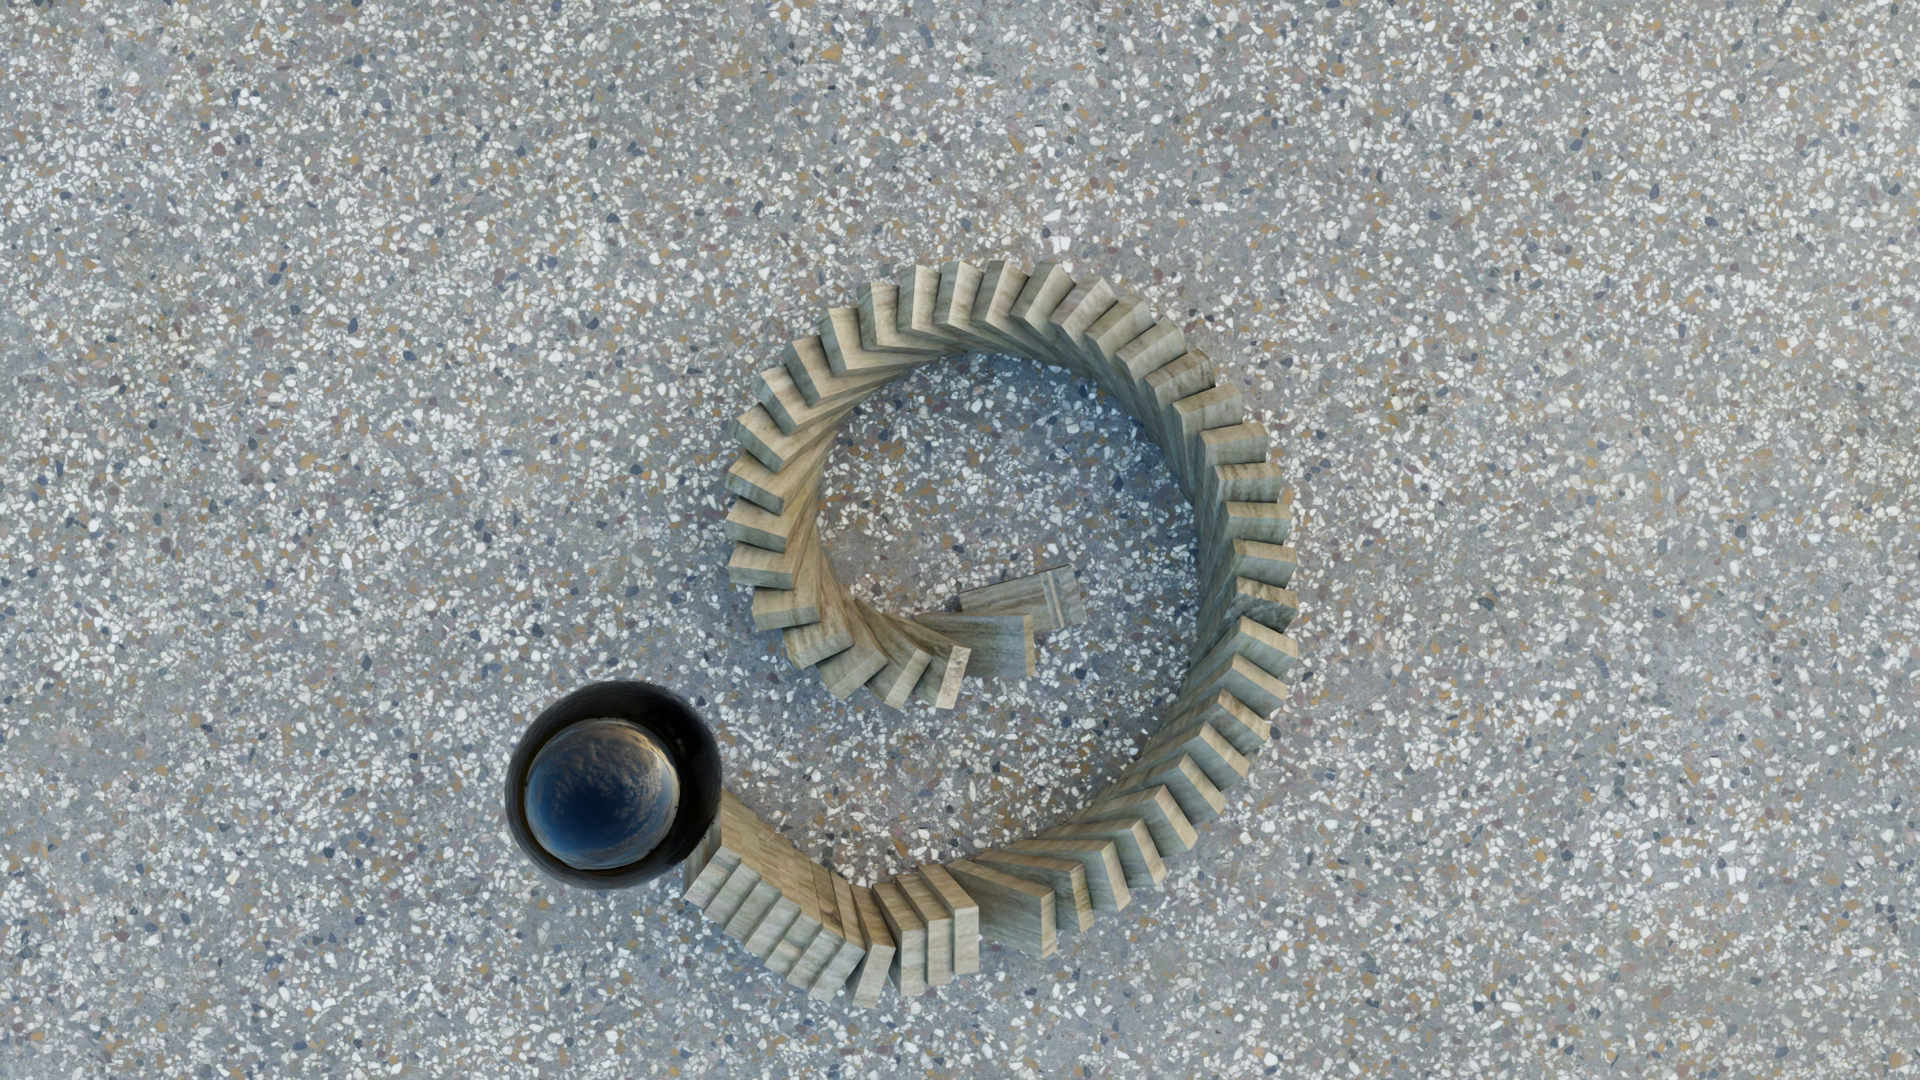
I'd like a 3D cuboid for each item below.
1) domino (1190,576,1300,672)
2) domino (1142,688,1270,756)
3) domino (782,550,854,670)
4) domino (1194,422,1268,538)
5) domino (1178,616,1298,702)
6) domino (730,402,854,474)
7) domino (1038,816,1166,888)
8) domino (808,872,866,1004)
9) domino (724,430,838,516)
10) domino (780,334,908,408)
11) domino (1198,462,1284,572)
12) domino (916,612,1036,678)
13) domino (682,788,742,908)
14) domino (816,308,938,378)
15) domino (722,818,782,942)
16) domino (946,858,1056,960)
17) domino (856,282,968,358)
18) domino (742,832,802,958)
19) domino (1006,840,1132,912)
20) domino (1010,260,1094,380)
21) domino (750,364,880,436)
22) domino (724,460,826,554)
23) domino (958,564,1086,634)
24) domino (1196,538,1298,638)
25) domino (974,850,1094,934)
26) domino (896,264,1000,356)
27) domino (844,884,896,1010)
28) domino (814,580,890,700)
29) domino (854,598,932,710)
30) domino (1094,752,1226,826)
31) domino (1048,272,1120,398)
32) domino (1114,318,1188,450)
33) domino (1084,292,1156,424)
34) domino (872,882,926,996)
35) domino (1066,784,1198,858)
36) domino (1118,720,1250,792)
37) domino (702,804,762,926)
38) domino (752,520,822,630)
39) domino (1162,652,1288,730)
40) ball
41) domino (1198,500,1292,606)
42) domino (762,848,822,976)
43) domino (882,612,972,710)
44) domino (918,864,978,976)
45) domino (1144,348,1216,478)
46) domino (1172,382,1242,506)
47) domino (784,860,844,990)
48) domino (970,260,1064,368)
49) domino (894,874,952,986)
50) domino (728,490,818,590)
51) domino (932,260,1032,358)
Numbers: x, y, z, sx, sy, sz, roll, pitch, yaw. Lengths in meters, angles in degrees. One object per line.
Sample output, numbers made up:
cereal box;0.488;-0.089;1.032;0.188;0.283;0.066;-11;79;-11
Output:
domino;0.117;0.039;0.380;0.025;0.010;0.050;16;132;0
domino;0.101;0.084;0.380;0.025;0.010;0.050;39;131;0
domino;-0.062;0.028;0.379;0.025;0.050;0.009;-24;134;0
domino;0.112;-0.024;0.380;0.025;0.009;0.050;-10;132;0
domino;0.114;0.055;0.380;0.025;0.009;0.050;26;131;0
domino;-0.069;-0.050;0.379;0.025;0.009;0.050;41;45;0
domino;0.058;0.131;0.380;0.050;0.010;0.025;-23;90;42
domino;-0.053;0.161;0.375;0.009;0.050;0.025;36;90;-19
domino;-0.073;-0.034;0.379;0.025;0.050;0.010;28;135;0
domino;-0.047;-0.074;0.379;0.050;0.009;0.025;-28;90;-44
domino;0.115;-0.009;0.380;0.025;0.010;0.050;-3;132;0
domino;0.006;0.043;0.384;0.050;0.010;0.025;-2;93;27
domino;-0.101;0.124;0.375;0.010;0.050;0.025;37;90;-19
domino;-0.034;-0.083;0.379;0.050;0.010;0.025;-18;90;-43
domino;-0.086;0.138;0.375;0.010;0.050;0.025;37;90;-19
domino;0.016;0.152;0.379;0.050;0.010;0.025;2;96;41
domino;-0.019;-0.090;0.379;0.050;0.010;0.025;-6;90;-44
domino;-0.078;0.144;0.375;0.009;0.050;0.025;37;90;-19
domino;0.044;0.138;0.380;0.050;0.009;0.025;-17;90;42
domino;0.044;-0.090;0.380;0.050;0.009;0.025;30;90;-43
domino;-0.059;-0.064;0.379;0.050;0.010;0.025;-35;90;-44
domino;-0.076;-0.018;0.379;0.025;0.050;0.009;17;135;0
domino;0.027;0.029;0.395;0.050;0.009;0.025;-15;90;0
domino;0.118;0.023;0.380;0.025;0.009;0.050;10;131;0
domino;0.030;0.145;0.380;0.050;0.009;0.025;-10;91;41
domino;-0.003;-0.094;0.379;0.050;0.010;0.025;5;90;-43
domino;-0.040;0.165;0.375;0.009;0.050;0.025;19;90;-18
domino;-0.050;0.040;0.378;0.025;0.050;0.010;-40;133;1
domino;-0.034;0.046;0.378;0.010;0.050;0.025;32;90;-42
domino;0.082;0.109;0.380;0.025;0.010;0.050;50;131;0
domino;0.059;-0.084;0.380;0.025;0.010;0.050;-50;132;0
domino;0.084;-0.064;0.380;0.025;0.009;0.050;-34;132;0
domino;0.073;-0.075;0.380;0.025;0.010;0.050;-41;132;0
domino;-0.026;0.162;0.375;0.009;0.050;0.025;1;90;-19
domino;0.070;0.120;0.380;0.050;0.009;0.025;-33;90;42
domino;0.092;0.097;0.380;0.025;0.009;0.050;44;131;0
domino;-0.094;0.131;0.375;0.009;0.050;0.025;37;90;-19
domino;-0.071;0.014;0.379;0.025;0.050;0.010;-9;134;0
domino;0.109;0.070;0.380;0.025;0.009;0.050;33;131;0
ball;-0.135;0.095;0.360;0.080;0.080;0.080;0;90;0
domino;0.117;0.007;0.380;0.025;0.009;0.050;3;132;0
domino;-0.070;0.150;0.375;0.009;0.050;0.025;37;90;-19
domino;-0.018;0.049;0.378;0.009;0.050;0.025;15;92;-41
domino;-0.005;0.154;0.375;0.009;0.050;0.025;0;90;-19
domino;0.094;-0.052;0.380;0.025;0.010;0.050;-28;132;0
domino;0.104;-0.039;0.380;0.025;0.009;0.050;-20;132;0
domino;-0.062;0.156;0.375;0.009;0.050;0.025;37;90;-19
domino;0.028;-0.093;0.379;0.050;0.010;0.025;19;90;-43
domino;-0.016;0.158;0.375;0.009;0.050;0.025;0;90;-19
domino;-0.076;-0.002;0.379;0.025;0.050;0.010;7;134;1
domino;0.012;-0.094;0.380;0.050;0.009;0.025;11;90;-43
